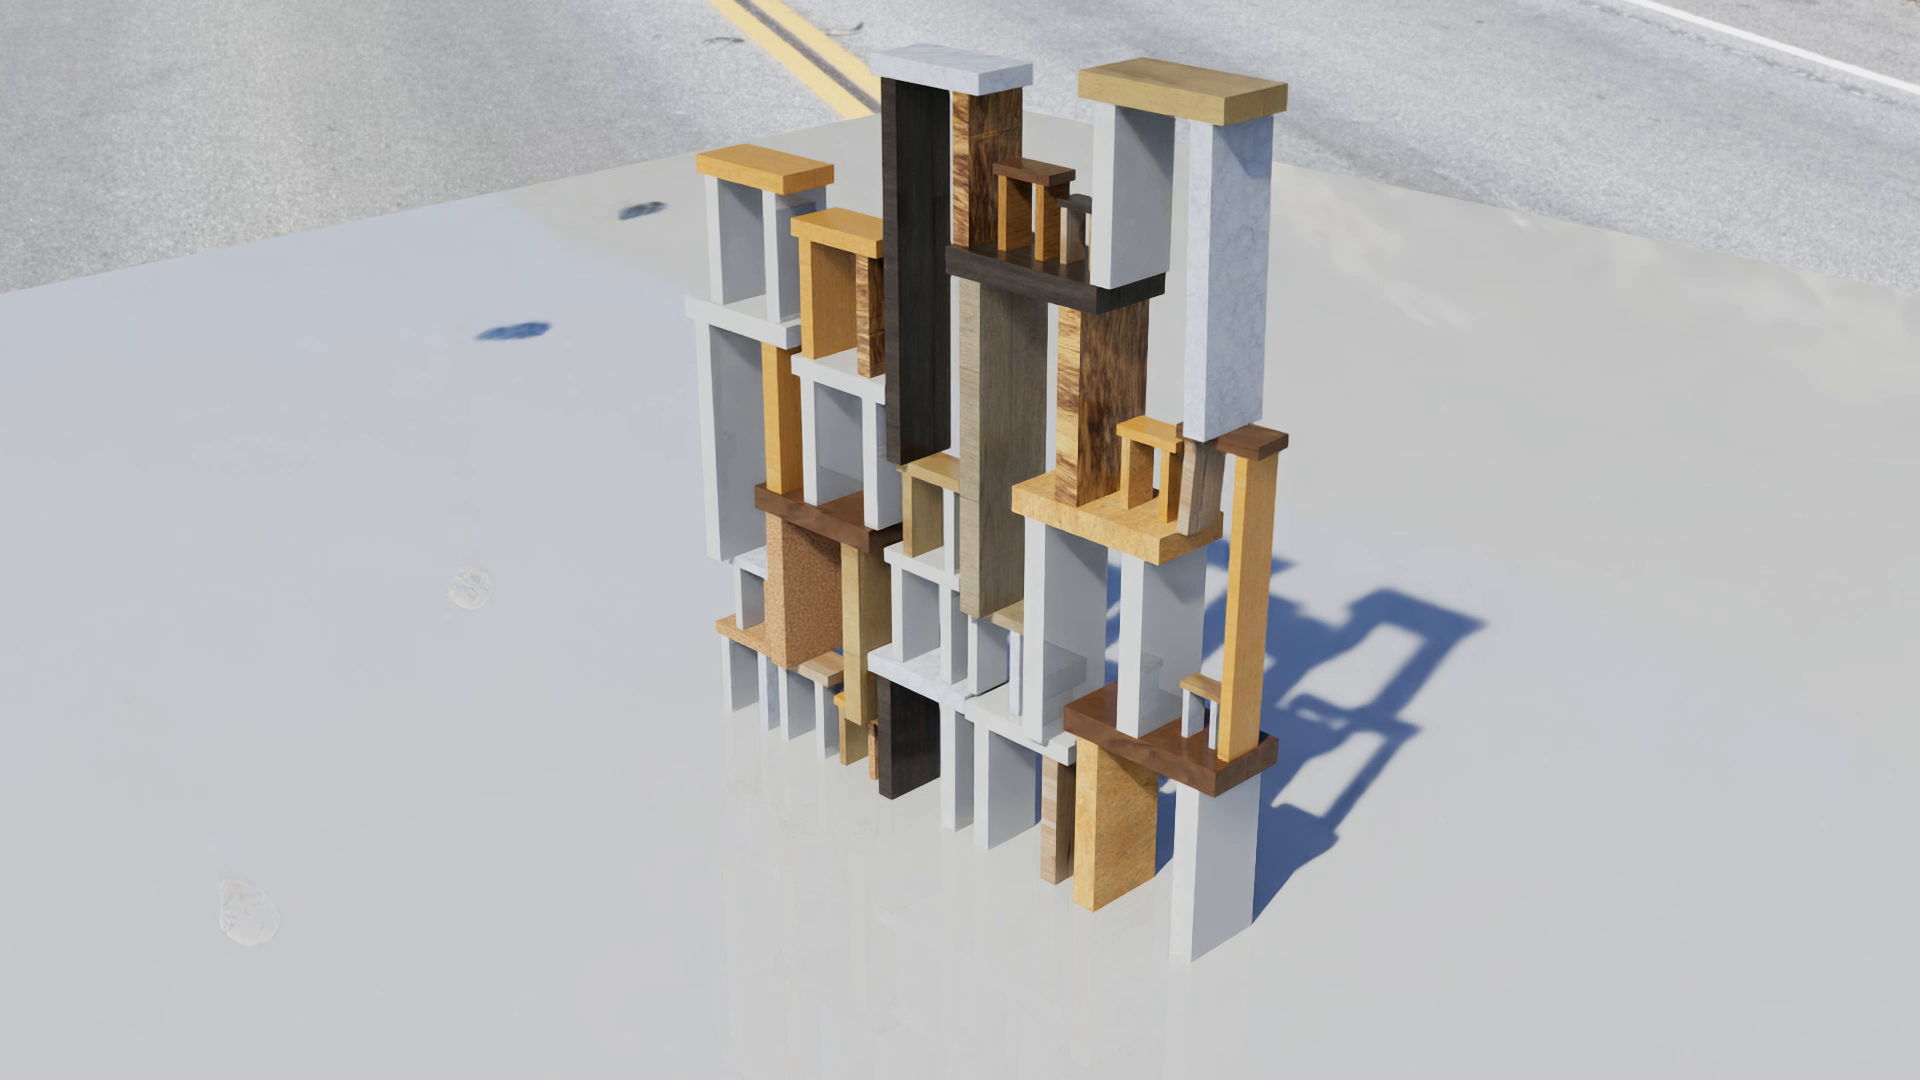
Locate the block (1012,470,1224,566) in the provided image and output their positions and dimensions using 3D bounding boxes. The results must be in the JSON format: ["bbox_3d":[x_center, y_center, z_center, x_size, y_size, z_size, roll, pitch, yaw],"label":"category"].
[{"bbox_3d":[0.277,-0.051,3.899,0.346,0.049,0.173,21,31,41],"label":"block"}]

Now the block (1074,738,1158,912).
[{"bbox_3d":[0.294,0.503,4.122,0.050,0.354,0.177,21,31,41],"label":"block"}]

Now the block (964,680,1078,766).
[{"bbox_3d":[0.152,0.347,4.206,0.269,0.038,0.135,21,31,41],"label":"block"}]

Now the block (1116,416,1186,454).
[{"bbox_3d":[0.341,-0.182,3.784,0.132,0.019,0.066,21,31,41],"label":"block"}]

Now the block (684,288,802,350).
[{"bbox_3d":[-0.397,-0.459,4.462,0.315,0.045,0.157,21,31,41],"label":"block"}]

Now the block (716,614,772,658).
[{"bbox_3d":[-0.437,0.201,4.783,0.184,0.026,0.092,21,31,40],"label":"block"}]

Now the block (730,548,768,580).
[{"bbox_3d":[-0.417,0.050,4.699,0.148,0.021,0.074,21,31,41],"label":"block"}]

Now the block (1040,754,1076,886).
[{"bbox_3d":[0.216,0.513,4.208,0.038,0.269,0.135,21,31,41],"label":"block"}]

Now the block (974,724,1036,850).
[{"bbox_3d":[0.089,0.463,4.325,0.038,0.269,0.135,21,31,41],"label":"block"}]

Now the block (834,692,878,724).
[{"bbox_3d":[-0.192,0.344,4.580,0.068,0.019,0.135,-21,31,-41],"label":"block"}]

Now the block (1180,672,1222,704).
[{"bbox_3d":[0.436,0.260,3.859,0.046,0.013,0.093,-21,31,-41],"label":"block"}]

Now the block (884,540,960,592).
[{"bbox_3d":[-0.040,0.043,4.292,0.103,0.029,0.206,-21,31,-41],"label":"block"}]

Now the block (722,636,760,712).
[{"bbox_3d":[-0.481,0.281,4.863,0.026,0.184,0.092,21,31,40],"label":"block"}]

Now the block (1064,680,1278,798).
[{"bbox_3d":[0.377,0.350,3.966,0.354,0.050,0.177,21,31,41],"label":"block"}]

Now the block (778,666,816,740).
[{"bbox_3d":[-0.348,0.336,4.743,0.025,0.176,0.088,21,31,41],"label":"block"}]

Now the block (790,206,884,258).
[{"bbox_3d":[-0.199,-0.587,4.194,0.239,0.034,0.120,21,31,40],"label":"block"}]

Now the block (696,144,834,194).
[{"bbox_3d":[-0.385,-0.731,4.327,0.262,0.037,0.131,21,31,40],"label":"block"}]

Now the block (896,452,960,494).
[{"bbox_3d":[-0.032,-0.134,4.200,0.172,0.024,0.086,21,31,41],"label":"block"}]

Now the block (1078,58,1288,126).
[{"bbox_3d":[0.354,-0.720,3.518,0.154,0.044,0.309,-21,30,-39],"label":"block"}]

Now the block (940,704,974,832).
[{"bbox_3d":[0.025,0.433,4.389,0.039,0.275,0.137,21,31,41],"label":"block"}]

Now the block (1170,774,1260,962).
[{"bbox_3d":[0.461,0.568,3.968,0.050,0.354,0.177,21,31,41],"label":"block"}]

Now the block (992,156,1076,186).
[{"bbox_3d":[0.128,-0.638,3.808,0.133,0.019,0.067,21,31,40],"label":"block"}]

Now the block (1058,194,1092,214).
[{"bbox_3d":[0.218,-0.572,3.748,0.098,0.014,0.049,21,31,40],"label":"block"}]

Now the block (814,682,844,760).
[{"bbox_3d":[-0.265,0.368,4.667,0.088,0.176,0.025,-21,31,-41],"label":"block"}]

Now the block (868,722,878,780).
[{"bbox_3d":[-0.160,0.428,4.580,0.067,0.135,0.019,-21,31,-41],"label":"block"}]

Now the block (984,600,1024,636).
[{"bbox_3d":[0.093,0.135,4.179,0.084,0.024,0.168,-21,31,-40],"label":"block"}]

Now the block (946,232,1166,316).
[{"bbox_3d":[0.164,-0.474,3.852,0.358,0.051,0.179,21,31,40],"label":"block"}]

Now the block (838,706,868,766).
[{"bbox_3d":[-0.223,0.403,4.639,0.019,0.135,0.067,22,31,40],"label":"block"}]

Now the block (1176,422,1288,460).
[{"bbox_3d":[0.452,-0.174,3.660,0.169,0.024,0.085,19,30,39],"label":"block"}]

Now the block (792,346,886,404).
[{"bbox_3d":[-0.191,-0.328,4.287,0.266,0.038,0.133,21,31,40],"label":"block"}]

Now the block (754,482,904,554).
[{"bbox_3d":[-0.239,-0.066,4.459,0.343,0.049,0.171,21,31,40],"label":"block"}]

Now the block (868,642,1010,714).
[{"bbox_3d":[-0.040,0.264,4.387,0.274,0.039,0.137,21,31,41],"label":"block"}]

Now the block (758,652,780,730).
[{"bbox_3d":[-0.393,0.315,4.784,0.026,0.184,0.092,21,31,40],"label":"block"}]

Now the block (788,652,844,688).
[{"bbox_3d":[-0.307,0.260,4.665,0.176,0.025,0.088,21,31,40],"label":"block"}]

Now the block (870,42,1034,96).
[{"bbox_3d":[-0.016,-0.834,3.889,0.136,0.039,0.272,-21,31,-40],"label":"block"}]

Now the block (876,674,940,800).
[{"bbox_3d":[-0.105,0.383,4.508,0.039,0.274,0.137,21,31,41],"label":"block"}]
